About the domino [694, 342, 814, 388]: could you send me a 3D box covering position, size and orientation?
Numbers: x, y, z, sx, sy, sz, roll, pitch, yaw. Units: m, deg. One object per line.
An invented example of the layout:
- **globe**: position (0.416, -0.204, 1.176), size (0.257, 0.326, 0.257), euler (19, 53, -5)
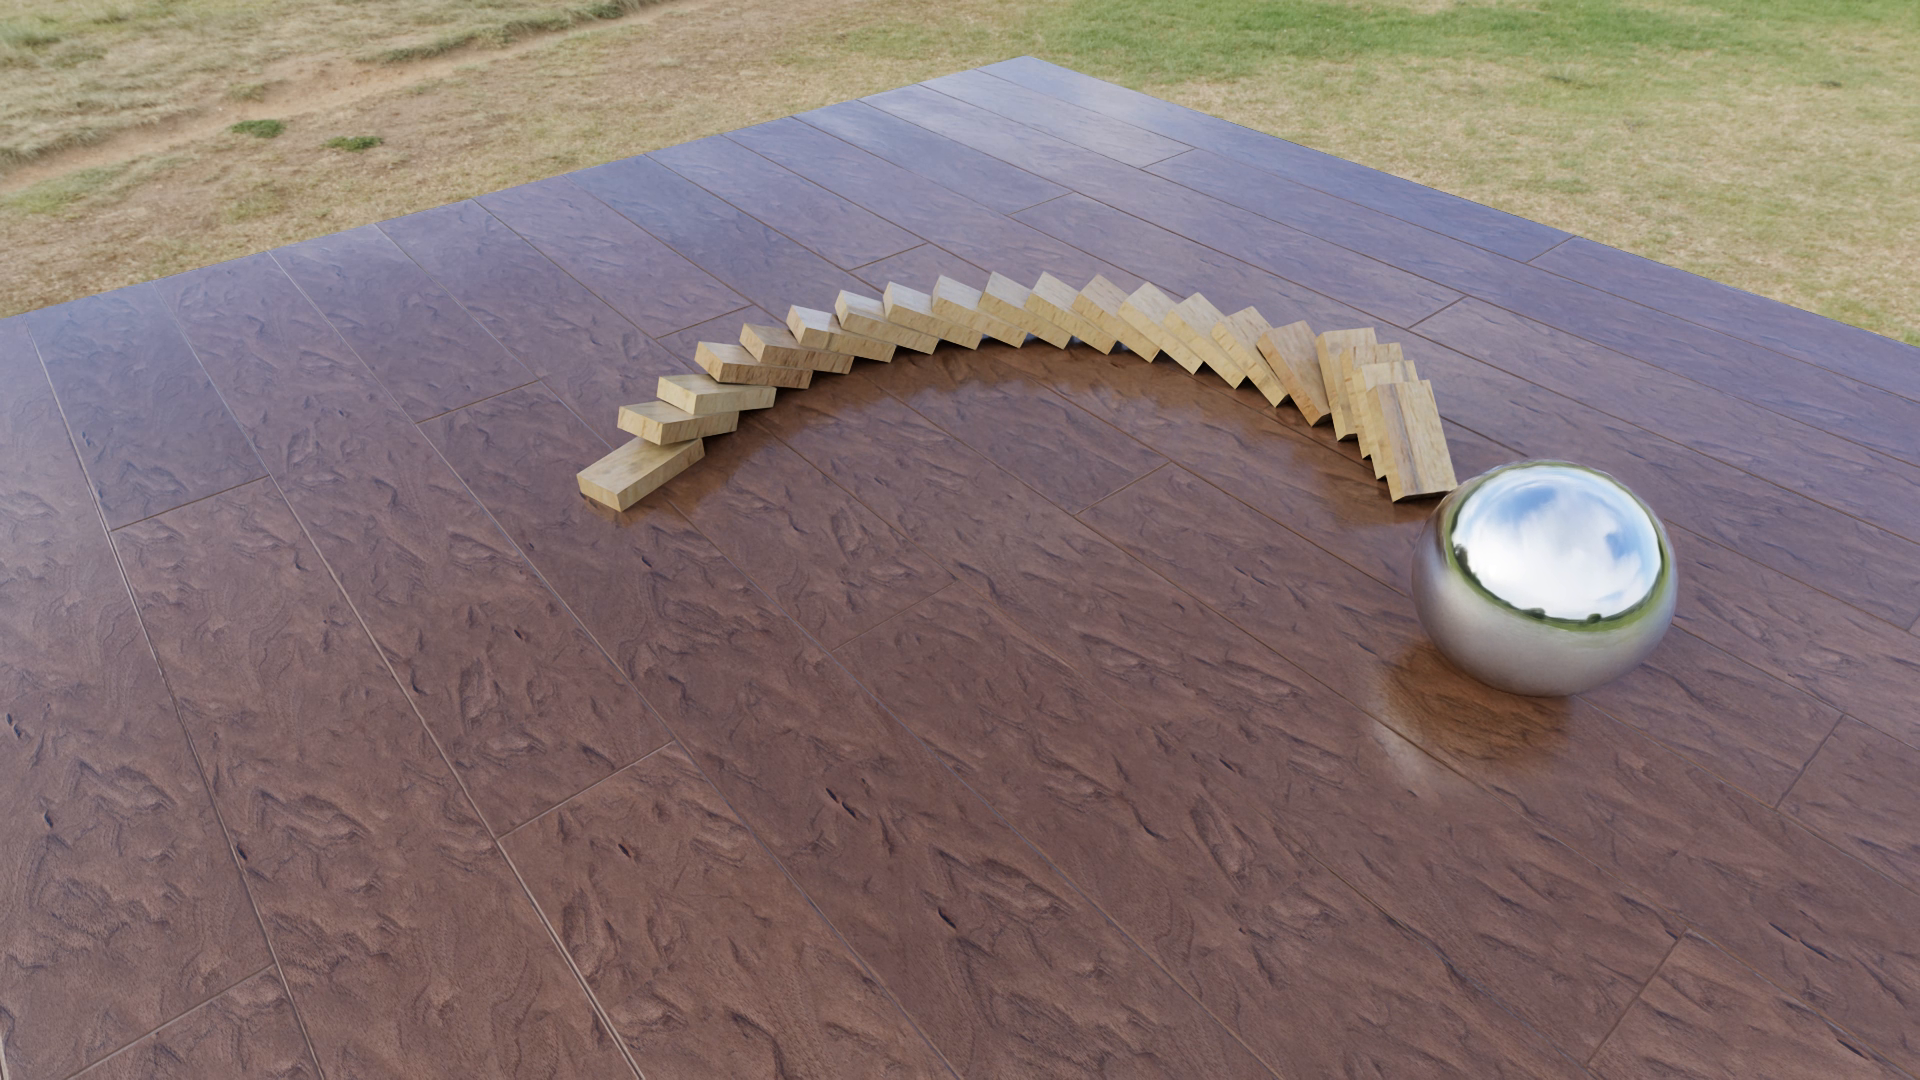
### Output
- **domino**: position (-0.099, -0.084, 0.531), size (0.050, 0.009, 0.025), euler (-2, 32, -43)

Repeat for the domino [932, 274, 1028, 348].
- **domino**: position (0.010, -0.119, 0.574), size (0.050, 0.010, 0.025), euler (20, 37, -14)

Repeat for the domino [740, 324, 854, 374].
- **domino**: position (-0.080, -0.094, 0.543), size (0.050, 0.010, 0.025), euler (1, 32, -39)

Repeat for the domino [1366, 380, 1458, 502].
- **domino**: position (0.194, -0.043, 0.474), size (0.025, 0.009, 0.050), euler (-7, 77, -8)

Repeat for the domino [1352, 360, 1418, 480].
- **domino**: position (0.192, -0.053, 0.486), size (0.025, 0.010, 0.050), euler (-7, 77, -8)

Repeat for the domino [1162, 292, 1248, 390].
- **domino**: position (0.128, -0.100, 0.550), size (0.050, 0.010, 0.025), euler (46, 54, 12)

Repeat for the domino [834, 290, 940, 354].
- **domino**: position (-0.038, -0.112, 0.564), size (0.050, 0.009, 0.025), euler (12, 34, -25)

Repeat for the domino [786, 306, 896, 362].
- **domino**: position (-0.060, -0.104, 0.555), size (0.050, 0.009, 0.025), euler (6, 33, -32)

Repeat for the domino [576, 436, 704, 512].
- **domino**: position (-0.140, -0.033, 0.484), size (0.025, 0.010, 0.050), euler (23, 45, 26)

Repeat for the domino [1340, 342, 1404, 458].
- **domino**: position (0.191, -0.063, 0.498), size (0.025, 0.009, 0.050), euler (-6, 77, -8)

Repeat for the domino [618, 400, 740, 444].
- **domino**: position (-0.126, -0.054, 0.495), size (0.025, 0.009, 0.050), euler (22, 22, 23)

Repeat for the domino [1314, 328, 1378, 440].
- **domino**: position (0.183, -0.072, 0.509), size (0.025, 0.010, 0.050), euler (-7, 77, -8)

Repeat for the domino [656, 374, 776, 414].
- **domino**: position (-0.113, -0.069, 0.513), size (0.025, 0.009, 0.050), euler (27, 24, 29)

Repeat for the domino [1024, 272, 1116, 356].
- **domino**: position (0.060, -0.118, 0.572), size (0.050, 0.009, 0.025), euler (30, 42, -3)

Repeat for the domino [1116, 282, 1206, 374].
- **domino**: position (0.107, -0.108, 0.560), size (0.050, 0.009, 0.025), euler (41, 50, 8)

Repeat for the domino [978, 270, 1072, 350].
- **domino**: position (0.036, -0.120, 0.575), size (0.050, 0.010, 0.025), euler (25, 39, -7)

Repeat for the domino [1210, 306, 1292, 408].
- **domino**: position (0.149, -0.090, 0.538), size (0.025, 0.010, 0.050), euler (-26, 70, -28)

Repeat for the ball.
- **ball**: position (0.196, 0.013, 0.372), size (0.080, 0.080, 0.080), euler (0, 39, 0)

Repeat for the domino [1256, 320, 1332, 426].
- **domino**: position (0.166, -0.080, 0.524), size (0.025, 0.010, 0.050), euler (-19, 69, -22)

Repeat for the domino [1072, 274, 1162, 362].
- **domino**: position (0.085, -0.115, 0.568), size (0.050, 0.010, 0.025), euler (36, 47, 4)

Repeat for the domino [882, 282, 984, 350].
- **domino**: position (-0.014, -0.116, 0.570), size (0.050, 0.010, 0.025), euler (15, 35, -20)
